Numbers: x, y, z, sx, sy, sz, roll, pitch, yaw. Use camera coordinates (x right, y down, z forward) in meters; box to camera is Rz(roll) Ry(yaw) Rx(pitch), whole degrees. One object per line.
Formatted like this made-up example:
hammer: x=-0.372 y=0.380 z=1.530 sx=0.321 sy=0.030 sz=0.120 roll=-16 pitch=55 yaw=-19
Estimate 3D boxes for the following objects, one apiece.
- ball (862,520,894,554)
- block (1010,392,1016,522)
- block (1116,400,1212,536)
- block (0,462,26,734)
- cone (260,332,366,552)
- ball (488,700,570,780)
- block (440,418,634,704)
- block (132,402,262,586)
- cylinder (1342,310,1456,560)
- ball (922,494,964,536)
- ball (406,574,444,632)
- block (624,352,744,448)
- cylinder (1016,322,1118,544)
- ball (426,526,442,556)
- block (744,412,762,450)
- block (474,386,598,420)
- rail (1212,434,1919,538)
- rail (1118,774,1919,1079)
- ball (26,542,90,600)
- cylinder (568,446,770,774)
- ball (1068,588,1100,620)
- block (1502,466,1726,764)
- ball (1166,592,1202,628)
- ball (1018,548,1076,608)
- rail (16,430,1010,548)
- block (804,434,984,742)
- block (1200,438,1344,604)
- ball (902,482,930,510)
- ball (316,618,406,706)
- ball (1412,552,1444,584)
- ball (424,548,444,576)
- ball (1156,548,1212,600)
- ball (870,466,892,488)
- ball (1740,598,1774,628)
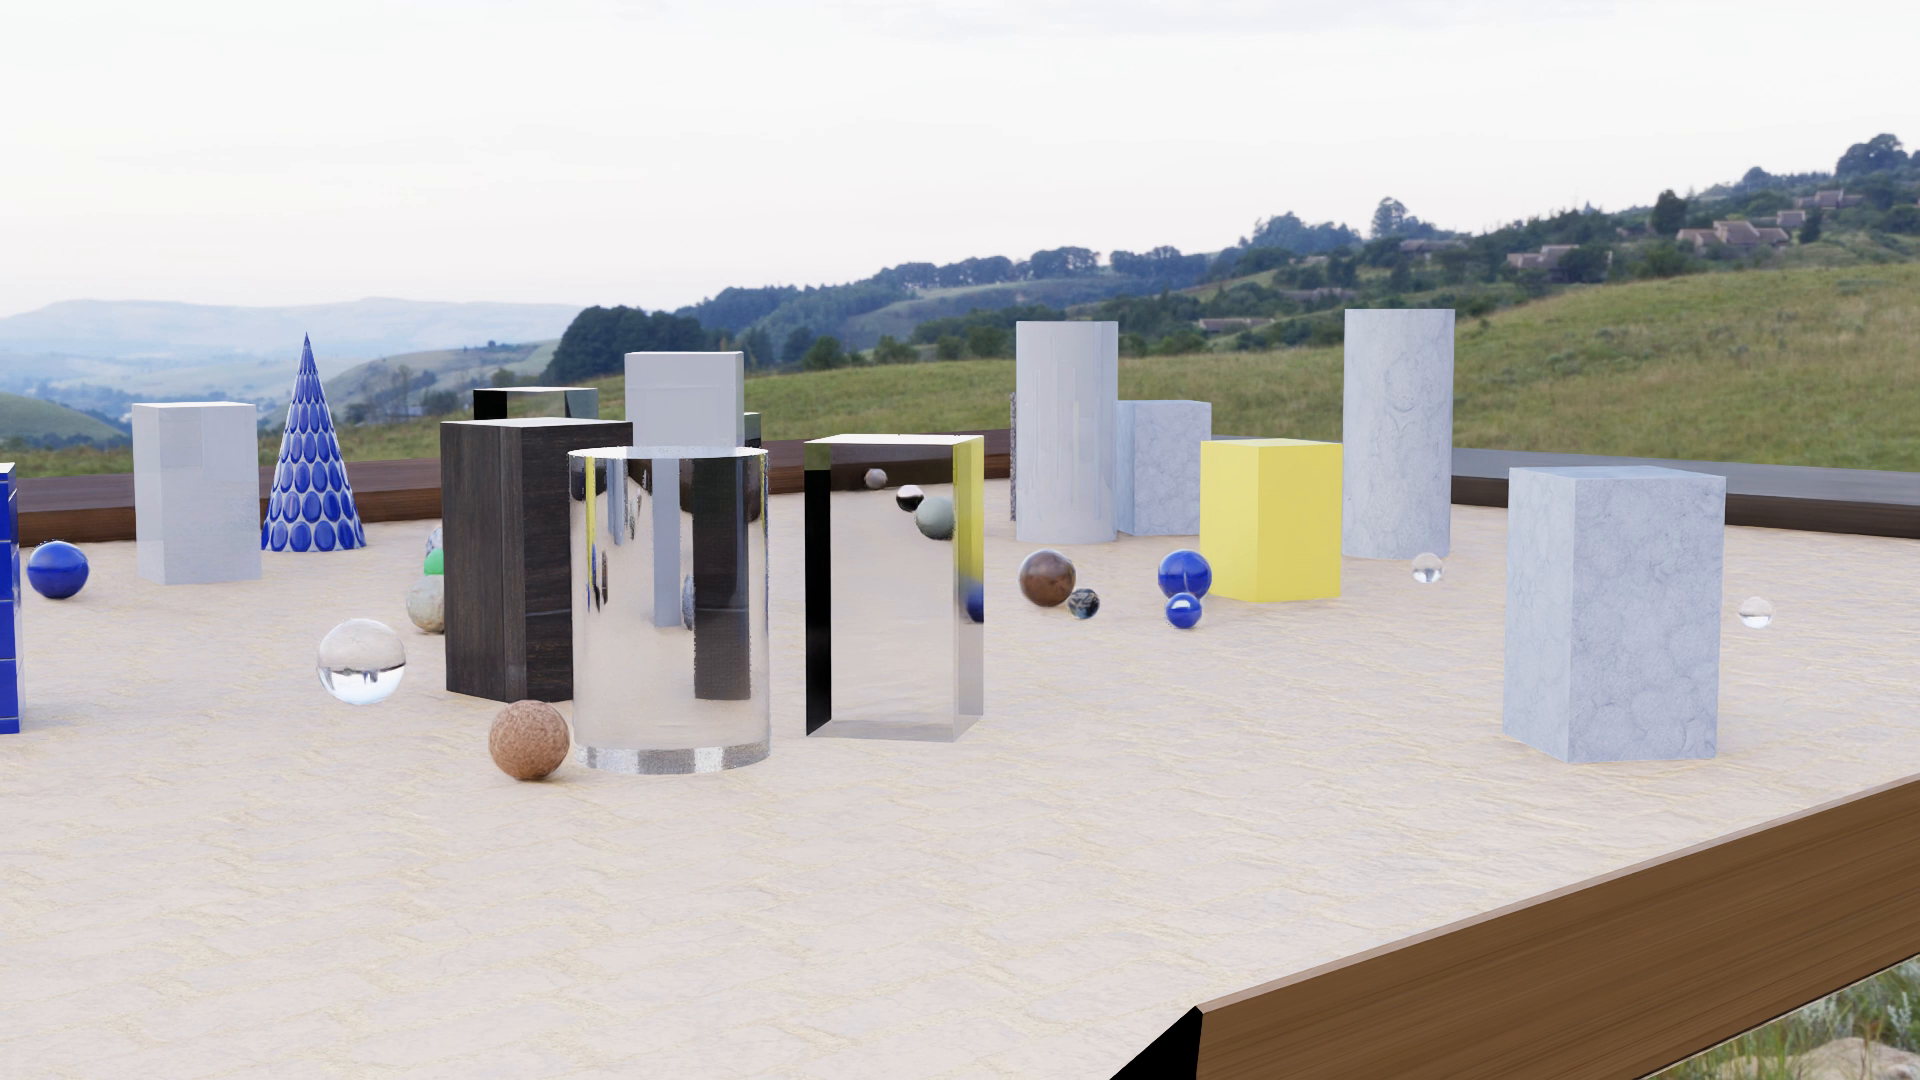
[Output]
ball: x=-0.151 y=-0.006 z=4.040 sx=0.060 sy=0.060 sz=0.060 roll=0 pitch=6 yaw=0
block: x=0.218 y=-0.177 z=4.657 sx=0.158 sy=0.273 sz=0.158 roll=5 pitch=8 yaw=41
block: x=0.406 y=-0.148 z=4.440 sx=0.158 sy=0.261 sz=0.158 roll=-1 pitch=6 yaw=-12
block: x=-1.095 y=0.062 z=2.354 sx=0.158 sy=0.276 sz=0.158 roll=-2 pitch=6 yaw=-20
cone: x=-1.223 y=-0.190 z=4.137 sx=0.197 sy=0.407 sz=0.197 roll=0 pitch=6 yaw=0
ball: x=-0.410 y=0.190 z=2.093 sx=0.076 sy=0.076 sz=0.076 roll=0 pitch=6 yaw=0
block: x=-0.492 y=0.020 z=2.570 sx=0.158 sy=0.315 sz=0.158 roll=5 pitch=8 yaw=42
block: x=-1.271 y=-0.081 z=3.661 sx=0.158 sy=0.289 sz=0.158 roll=-4 pitch=7 yaw=-35
cylinder: x=0.799 y=-0.197 z=4.016 sx=0.197 sy=0.446 sz=0.197 roll=0 pitch=6 yaw=0
ball: x=-0.034 y=-0.050 z=4.344 sx=0.085 sy=0.085 sz=0.085 roll=0 pitch=6 yaw=0
ball: x=-0.727 y=0.088 z=3.051 sx=0.080 sy=0.080 sz=0.080 roll=0 pitch=6 yaw=0
block: x=-0.401 y=-0.084 z=3.237 sx=0.158 sy=0.382 sz=0.158 roll=0 pitch=6 yaw=-1
cylinder: x=0.207 y=-0.212 z=4.274 sx=0.197 sy=0.423 sz=0.197 roll=0 pitch=6 yaw=0
ball: x=-0.849 y=0.016 z=3.685 sx=0.090 sy=0.090 sz=0.090 roll=0 pitch=6 yaw=0
block: x=-0.503 y=-0.132 z=4.393 sx=0.158 sy=0.239 sz=0.158 roll=2 pitch=6 yaw=21
block: x=-0.769 y=-0.123 z=4.003 sx=0.158 sy=0.302 sz=0.158 roll=4 pitch=7 yaw=31
rail: x=1.471 y=-0.108 z=4.682 sx=0.045 sy=0.128 sz=3.587 roll=-5 pitch=8 yaw=-42
rail: x=1.200 y=0.168 z=2.038 sx=4.052 sy=0.128 sz=0.045 roll=-5 pitch=8 yaw=-42
ball: x=-1.392 y=0.047 z=3.394 sx=0.090 sy=0.090 sz=0.090 roll=0 pitch=6 yaw=0
cylinder: x=-0.289 y=0.064 z=2.197 sx=0.197 sy=0.305 sz=0.197 roll=0 pitch=6 yaw=0
ball: x=0.179 y=0.092 z=3.180 sx=0.045 sy=0.045 sz=0.045 roll=0 pitch=6 yaw=0
block: x=0.664 y=0.071 z=2.245 sx=0.158 sy=0.281 sz=0.158 roll=-1 pitch=6 yaw=-9
ball: x=0.314 y=0.099 z=3.083 sx=0.051 sy=0.051 sz=0.051 roll=0 pitch=6 yaw=0
ball: x=0.131 y=0.057 z=3.309 sx=0.088 sy=0.088 sz=0.088 roll=0 pitch=6 yaw=0
rail: x=-1.200 y=-0.102 z=4.625 sx=4.052 sy=0.128 sz=0.045 roll=-5 pitch=8 yaw=-42
block: x=-0.068 y=0.046 z=2.348 sx=0.158 sy=0.309 sz=0.158 roll=1 pitch=6 yaw=12
block: x=0.486 y=-0.033 z=3.446 sx=0.158 sy=0.239 sz=0.158 roll=-3 pitch=7 yaw=-27
ball: x=-0.099 y=-0.098 z=4.924 sx=0.061 sy=0.061 sz=0.061 roll=0 pitch=6 yaw=0
ball: x=-0.676 y=0.138 z=2.484 sx=0.098 sy=0.098 sz=0.098 roll=0 pitch=6 yaw=0
ball: x=0.763 y=0.046 z=3.594 sx=0.051 sy=0.051 sz=0.051 roll=0 pitch=6 yaw=0
ball: x=-0.831 y=0.044 z=3.541 sx=0.065 sy=0.065 sz=0.065 roll=0 pitch=6 yaw=0
ball: x=0.341 y=0.055 z=3.343 sx=0.084 sy=0.084 sz=0.084 roll=0 pitch=6 yaw=0
ball: x=-0.197 y=-0.156 z=5.505 sx=0.056 sy=0.056 sz=0.056 roll=0 pitch=6 yaw=0
ball: x=1.116 y=0.102 z=3.083 sx=0.044 sy=0.044 sz=0.044 roll=0 pitch=6 yaw=0
